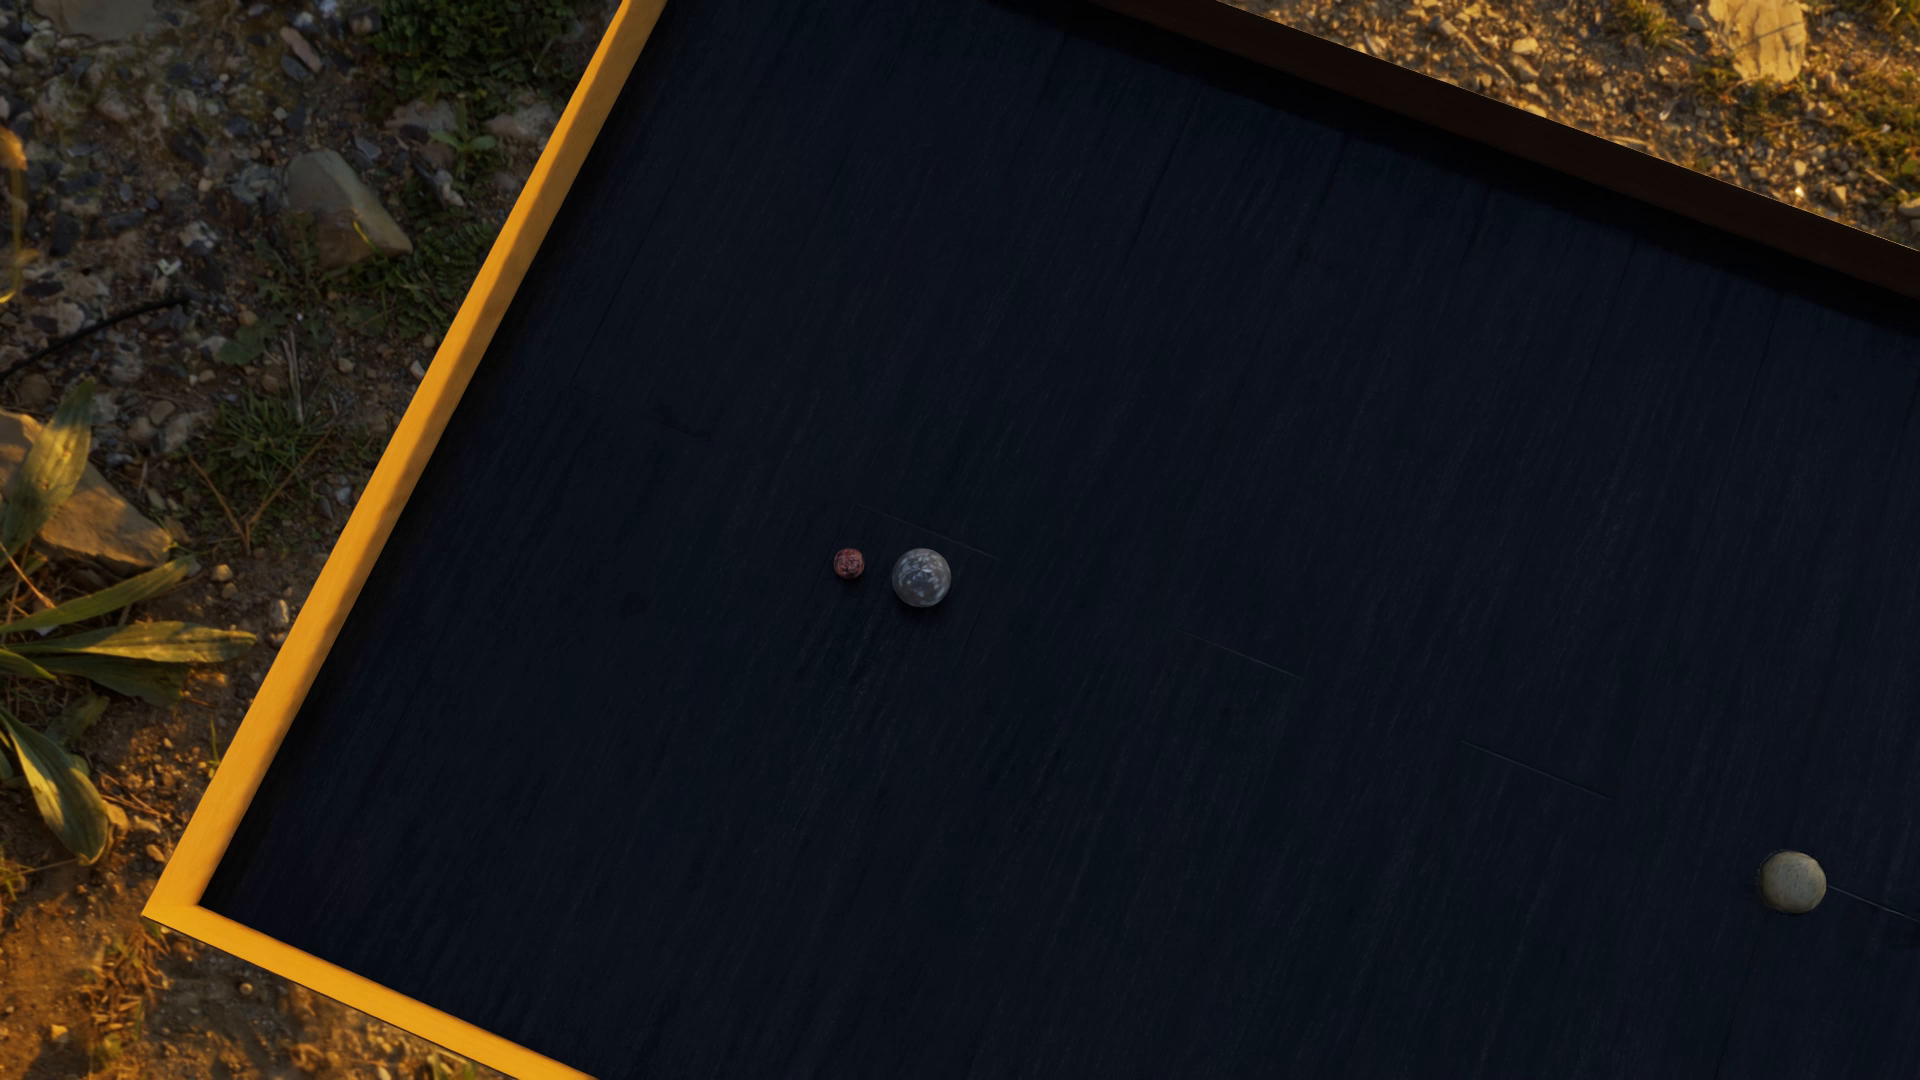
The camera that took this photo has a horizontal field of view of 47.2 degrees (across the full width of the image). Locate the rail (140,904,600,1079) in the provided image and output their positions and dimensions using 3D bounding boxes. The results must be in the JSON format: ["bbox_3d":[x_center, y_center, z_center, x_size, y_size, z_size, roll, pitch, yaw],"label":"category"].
[{"bbox_3d":[0.419,1.156,2.997,3.422,0.120,0.045,21,73,7],"label":"rail"}]

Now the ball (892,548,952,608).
[{"bbox_3d":[-0.059,0.058,3.370,0.092,0.092,0.092,0,72,0],"label":"ball"}]

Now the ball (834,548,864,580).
[{"bbox_3d":[-0.171,0.036,3.400,0.049,0.049,0.049,0,72,0],"label":"ball"}]

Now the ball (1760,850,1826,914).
[{"bbox_3d":[1.221,0.503,3.225,0.093,0.093,0.093,0,72,0],"label":"ball"}]

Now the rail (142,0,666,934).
[{"bbox_3d":[-0.769,-0.311,3.474,0.045,0.120,1.988,21,73,7],"label":"rail"}]

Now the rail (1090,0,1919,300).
[{"bbox_3d":[1.162,-0.549,3.551,3.422,0.120,0.045,21,73,7],"label":"rail"}]
